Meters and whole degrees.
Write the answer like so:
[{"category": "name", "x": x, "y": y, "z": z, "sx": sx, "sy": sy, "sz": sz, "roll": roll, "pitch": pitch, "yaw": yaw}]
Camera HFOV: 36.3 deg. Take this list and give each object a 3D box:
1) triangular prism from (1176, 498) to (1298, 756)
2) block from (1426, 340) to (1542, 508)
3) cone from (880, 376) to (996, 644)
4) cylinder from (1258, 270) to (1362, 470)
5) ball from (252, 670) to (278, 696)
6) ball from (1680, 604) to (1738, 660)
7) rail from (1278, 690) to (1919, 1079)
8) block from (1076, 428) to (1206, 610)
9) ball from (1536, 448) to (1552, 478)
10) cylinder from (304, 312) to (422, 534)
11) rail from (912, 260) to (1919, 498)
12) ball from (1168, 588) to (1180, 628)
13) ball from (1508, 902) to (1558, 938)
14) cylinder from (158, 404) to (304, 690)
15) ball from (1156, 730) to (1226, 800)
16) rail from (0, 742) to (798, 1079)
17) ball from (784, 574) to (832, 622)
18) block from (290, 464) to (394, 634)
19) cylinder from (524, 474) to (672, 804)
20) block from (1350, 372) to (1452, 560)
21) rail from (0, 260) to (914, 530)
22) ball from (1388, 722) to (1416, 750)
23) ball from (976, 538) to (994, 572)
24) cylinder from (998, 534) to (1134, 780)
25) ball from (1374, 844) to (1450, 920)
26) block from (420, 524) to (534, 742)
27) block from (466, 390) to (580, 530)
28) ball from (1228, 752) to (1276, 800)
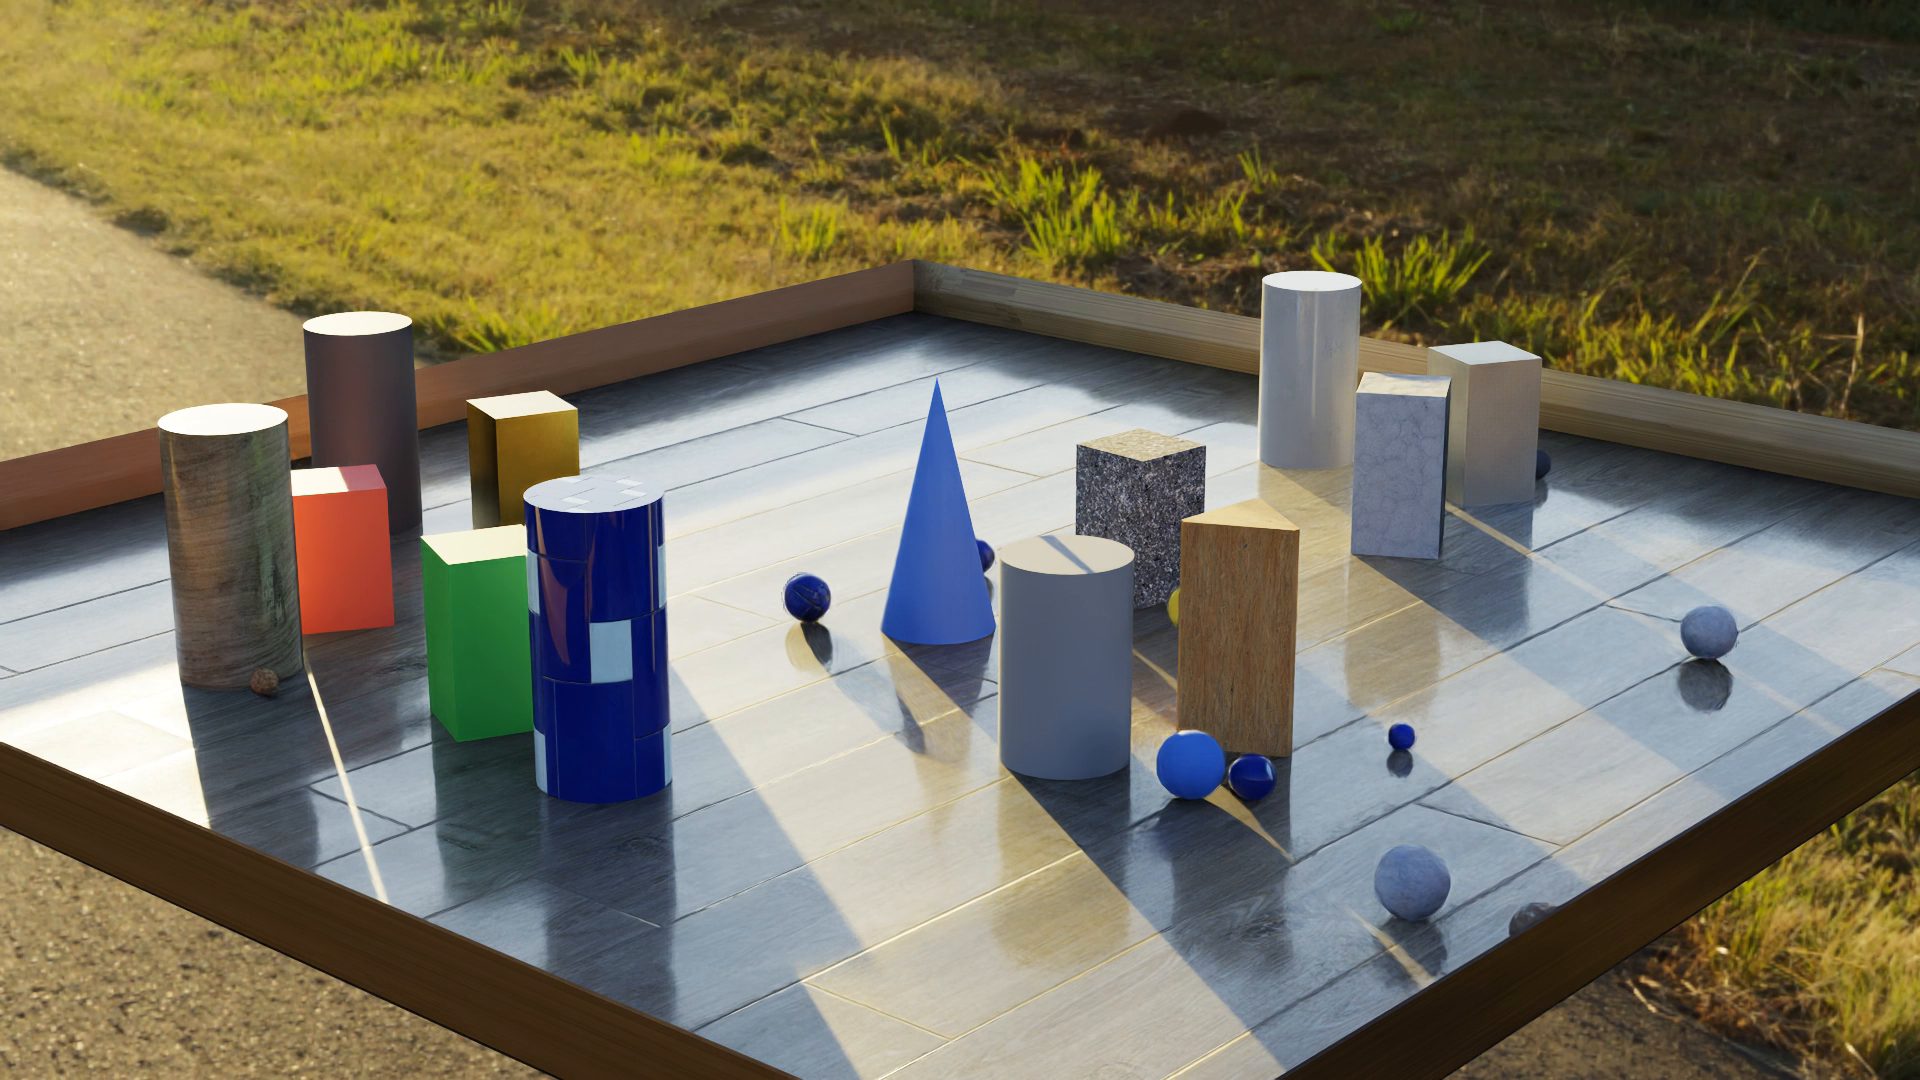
[{"category": "triangular prism", "x": 0.430, "y": 0.127, "z": 4.421, "sx": 0.172, "sy": 0.354, "sz": 0.149, "roll": 5, "pitch": 17, "yaw": 15}, {"category": "block", "x": 1.016, "y": -0.227, "z": 5.716, "sx": 0.159, "sy": 0.284, "sz": 0.159, "roll": -6, "pitch": 18, "yaw": -20}, {"category": "cone", "x": -0.038, "y": -0.063, "z": 4.910, "sx": 0.199, "sy": 0.434, "sz": 0.199, "roll": 0, "pitch": 17, "yaw": 0}, {"category": "cylinder", "x": 0.710, "y": -0.346, "z": 5.965, "sx": 0.199, "sy": 0.369, "sz": 0.199, "roll": 0, "pitch": 17, "yaw": 0}, {"category": "ball", "x": -1.100, "y": 0.225, "z": 4.637, "sx": 0.041, "sy": 0.041, "sz": 0.041, "roll": 0, "pitch": 17, "yaw": 0}, {"category": "ball", "x": 1.225, "y": 0.151, "z": 4.797, "sx": 0.091, "sy": 0.091, "sz": 0.091, "roll": 0, "pitch": 17, "yaw": 0}, {"category": "rail", "x": 1.206, "y": 0.334, "z": 4.117, "sx": 0.045, "sy": 0.129, "sz": 3.373, "roll": 14, "pitch": 22, "yaw": 39}, {"category": "block", "x": 0.315, "y": -0.039, "z": 5.128, "sx": 0.159, "sy": 0.264, "sz": 0.159, "roll": -15, "pitch": 23, "yaw": -41}, {"category": "ball", "x": 1.149, "y": -0.152, "z": 5.855, "sx": 0.061, "sy": 0.061, "sz": 0.061, "roll": 0, "pitch": 17, "yaw": 0}, {"category": "cylinder", "x": -1.122, "y": -0.219, "z": 5.515, "sx": 0.199, "sy": 0.385, "sz": 0.199, "roll": 0, "pitch": 17, "yaw": 0}, {"category": "rail", "x": 1.090, "y": -0.330, "z": 6.322, "sx": 3.242, "sy": 0.129, "sz": 0.045, "roll": 14, "pitch": 22, "yaw": 39}, {"category": "ball", "x": 0.388, "y": 0.115, "z": 4.940, "sx": 0.077, "sy": 0.077, "sz": 0.077, "roll": 0, "pitch": 17, "yaw": 0}, {"category": "ball", "x": 0.728, "y": 0.494, "z": 3.678, "sx": 0.080, "sy": 0.080, "sz": 0.080, "roll": 0, "pitch": 17, "yaw": 0}, {"category": "cylinder", "x": -1.165, "y": 0.010, "z": 4.695, "sx": 0.199, "sy": 0.420, "sz": 0.199, "roll": 0, "pitch": 17, "yaw": 0}, {"category": "ball", "x": 0.331, "y": 0.323, "z": 4.211, "sx": 0.100, "sy": 0.100, "sz": 0.100, "roll": 0, "pitch": 17, "yaw": 0}, {"category": "rail", "x": -1.090, "y": 0.395, "z": 3.917, "sx": 3.242, "sy": 0.129, "sz": 0.045, "roll": 14, "pitch": 22, "yaw": 39}, {"category": "ball", "x": -0.259, "y": 0.098, "z": 4.986, "sx": 0.082, "sy": 0.082, "sz": 0.082, "roll": 0, "pitch": 17, "yaw": 0}, {"category": "block", "x": -1.058, "y": 0.014, "z": 4.987, "sx": 0.159, "sy": 0.242, "sz": 0.159, "roll": -5, "pitch": 18, "yaw": -17}, {"category": "cylinder", "x": -0.521, "y": 0.141, "z": 4.234, "sx": 0.199, "sy": 0.434, "sz": 0.199, "roll": 0, "pitch": 17, "yaw": 0}, {"category": "block", "x": 0.810, "y": -0.138, "z": 5.387, "sx": 0.159, "sy": 0.304, "sz": 0.159, "roll": 4, "pitch": 17, "yaw": 12}, {"category": "rail", "x": -1.206, "y": -0.270, "z": 6.123, "sx": 0.045, "sy": 0.129, "sz": 3.373, "roll": 14, "pitch": 22, "yaw": 39}, {"category": "ball", "x": 0.663, "y": 0.295, "z": 4.403, "sx": 0.042, "sy": 0.042, "sz": 0.042, "roll": 0, "pitch": 17, "yaw": 0}, {"category": "ball", "x": 0.029, "y": 0.030, "z": 5.244, "sx": 0.065, "sy": 0.065, "sz": 0.065, "roll": 0, "pitch": 17, "yaw": 0}, {"category": "cylinder", "x": 0.156, "y": 0.172, "z": 4.339, "sx": 0.199, "sy": 0.315, "sz": 0.199, "roll": 0, "pitch": 17, "yaw": 0}, {"category": "ball", "x": 0.588, "y": 0.444, "z": 3.810, "sx": 0.099, "sy": 0.099, "sz": 0.099, "roll": 0, "pitch": 17, "yaw": 0}, {"category": "block", "x": -0.722, "y": 0.141, "z": 4.499, "sx": 0.159, "sy": 0.282, "sz": 0.159, "roll": -8, "pitch": 18, "yaw": -24}, {"category": "block", "x": -0.815, "y": -0.135, "z": 5.484, "sx": 0.159, "sy": 0.243, "sz": 0.159, "roll": -9, "pitch": 19, "yaw": -27}, {"category": "ball", "x": 0.419, "y": 0.340, "z": 4.211, "sx": 0.067, "sy": 0.067, "sz": 0.067, "roll": 0, "pitch": 17, "yaw": 0}]
